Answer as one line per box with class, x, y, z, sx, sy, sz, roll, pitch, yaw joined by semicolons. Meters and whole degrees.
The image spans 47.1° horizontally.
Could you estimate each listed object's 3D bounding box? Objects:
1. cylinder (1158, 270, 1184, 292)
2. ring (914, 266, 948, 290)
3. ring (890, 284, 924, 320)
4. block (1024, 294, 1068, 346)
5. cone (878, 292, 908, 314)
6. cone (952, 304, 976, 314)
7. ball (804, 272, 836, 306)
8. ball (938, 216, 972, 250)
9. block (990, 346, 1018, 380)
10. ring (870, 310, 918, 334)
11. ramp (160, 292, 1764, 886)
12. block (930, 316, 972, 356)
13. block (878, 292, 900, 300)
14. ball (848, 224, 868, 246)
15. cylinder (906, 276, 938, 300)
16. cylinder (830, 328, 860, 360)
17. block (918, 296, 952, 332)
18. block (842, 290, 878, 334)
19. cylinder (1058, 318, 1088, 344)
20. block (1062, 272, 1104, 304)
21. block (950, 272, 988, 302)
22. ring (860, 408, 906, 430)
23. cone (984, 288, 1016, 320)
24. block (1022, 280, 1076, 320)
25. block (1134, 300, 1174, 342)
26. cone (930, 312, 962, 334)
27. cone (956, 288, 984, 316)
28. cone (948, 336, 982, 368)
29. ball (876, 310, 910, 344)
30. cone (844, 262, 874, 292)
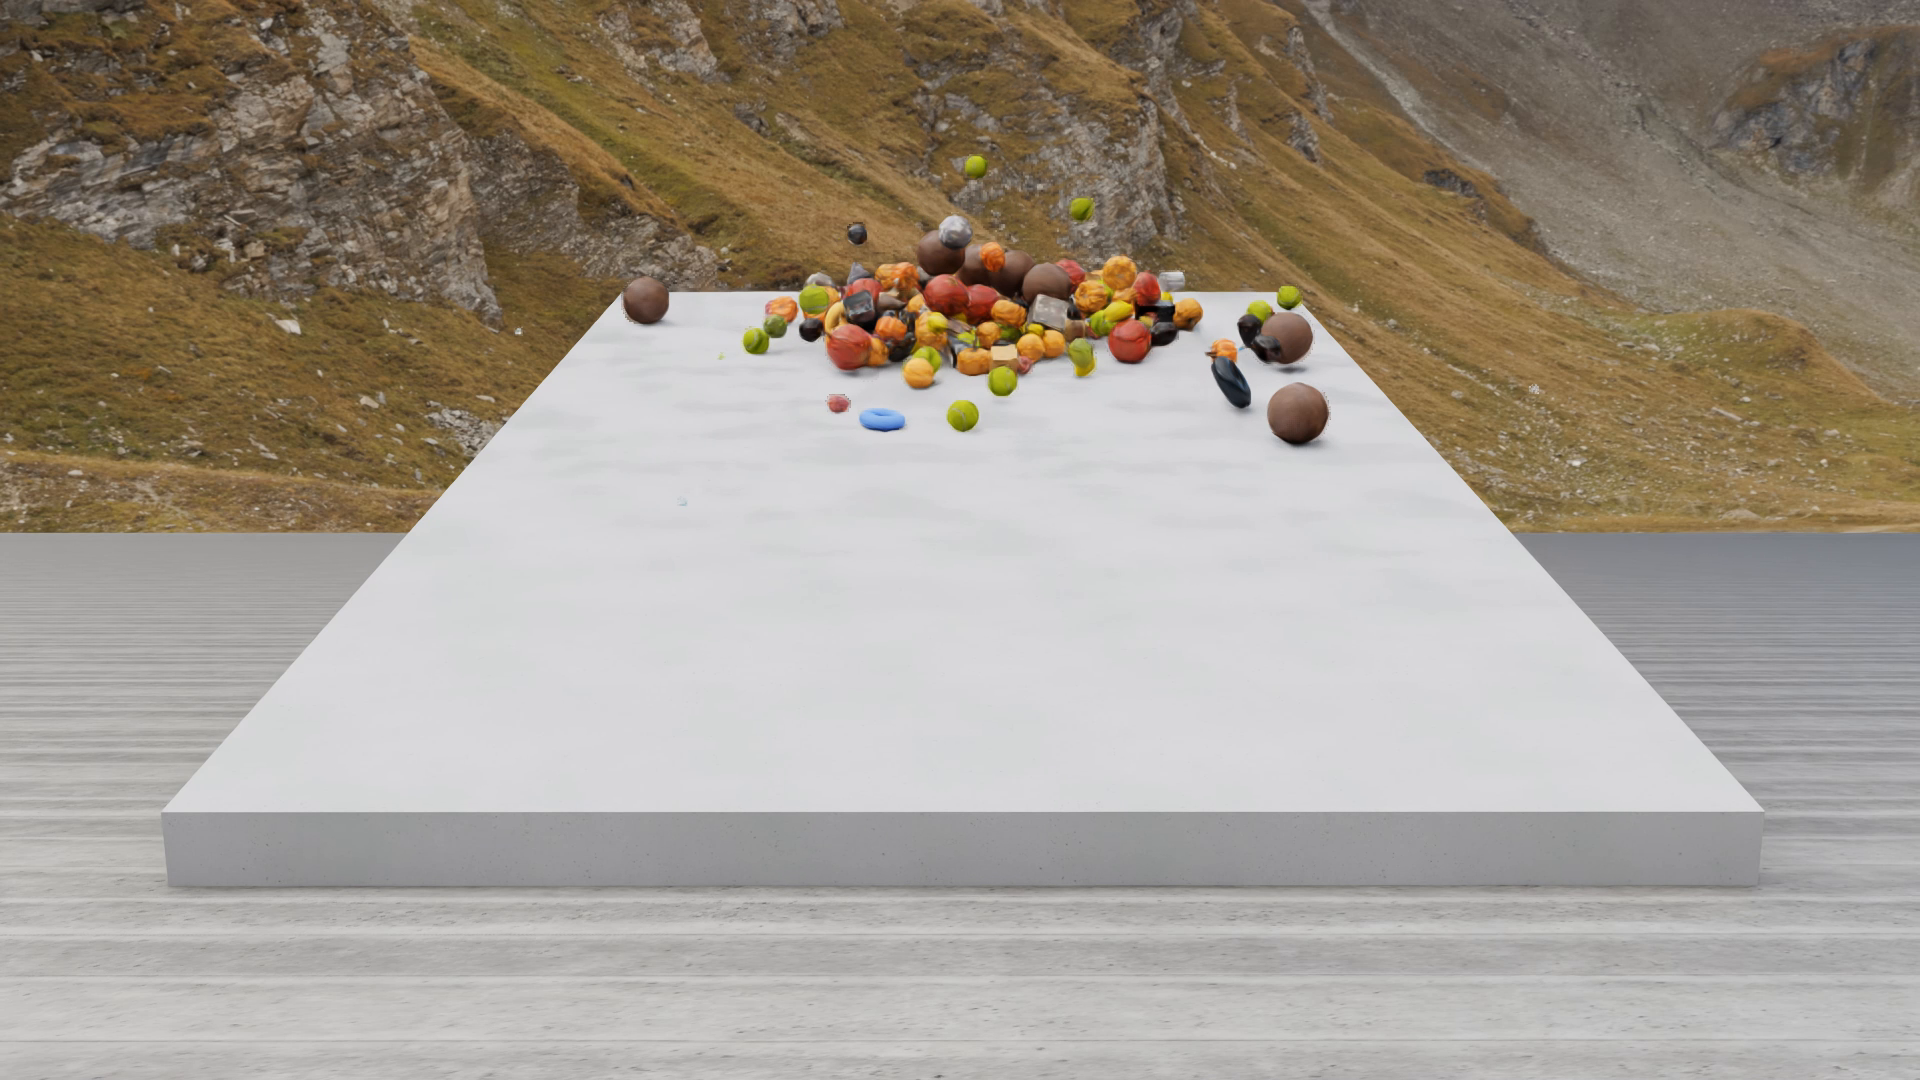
cylinder;0.552;-0.677;5.764;0.051;0.051;0.051;9;-4;-30
ring;-0.082;-0.738;6.215;0.107;0.036;0.107;26;12;-6
ring;-0.147;-0.648;6.039;0.114;0.114;0.038;0;-19;-33
block;0.221;-0.564;5.638;0.084;0.084;0.084;15;-28;-8
cone;-0.167;-0.618;5.812;0.072;0.072;0.072;0;0;36
cone;-0.001;-0.662;6.247;0.068;0.068;0.068;0;-16;-44
ball;-0.405;-0.724;6.350;0.092;0.092;0.092;0;0;0
ball;-0.012;-0.795;5.690;0.089;0.089;0.089;0;0;0
block;0.105;-0.429;5.329;0.060;0.060;0.060;-2;39;-7
ring;-0.187;-0.585;5.938;0.150;0.050;0.150;0;16;0
ramp;-0.002;-0.155;4.685;2.000;0.100;4.000;0;16;0
block;-0.023;-0.517;5.608;0.071;0.071;0.071;27;29;16
block;-0.191;-0.636;5.925;0.052;0.052;0.052;-3;17;5
ball;-0.278;-0.828;5.983;0.056;0.056;0.056;0;0;0
cylinder;-0.110;-0.737;6.438;0.070;0.070;0.070;8;4;26
cylinder;-0.284;-0.487;5.462;0.059;0.059;0.059;14;-20;5
block;-0.059;-0.593;5.848;0.065;0.065;0.065;-32;-37;16
block;-0.256;-0.593;5.745;0.073;0.073;0.073;-17;-38;5
cylinder;0.290;-0.545;5.752;0.063;0.063;0.063;6;-2;-21
block;0.349;-0.724;6.324;0.082;0.082;0.082;8;2;45
block;0.026;-0.736;6.423;0.077;0.077;0.077;12;20;36
ring;-0.170;-0.263;4.821;0.102;0.034;0.102;4;16;-1
cone;0.101;-0.628;5.989;0.089;0.089;0.089;0;23;14
block;0.240;-0.634;5.973;0.093;0.093;0.093;29;25;12
block;0.515;-0.581;5.843;0.092;0.092;0.092;1;16;-2
cone;-0.024;-0.538;5.789;0.087;0.087;0.087;0;41;-20
cone;0.044;-0.661;6.165;0.077;0.077;0.077;14;8;32
cone;0.017;-0.469;5.453;0.082;0.082;0.082;-7;1;-4
ball;-0.172;-0.546;5.652;0.090;0.090;0.090;0;0;0
cone;-0.315;-0.764;6.527;0.083;0.083;0.083;38;-15;12
